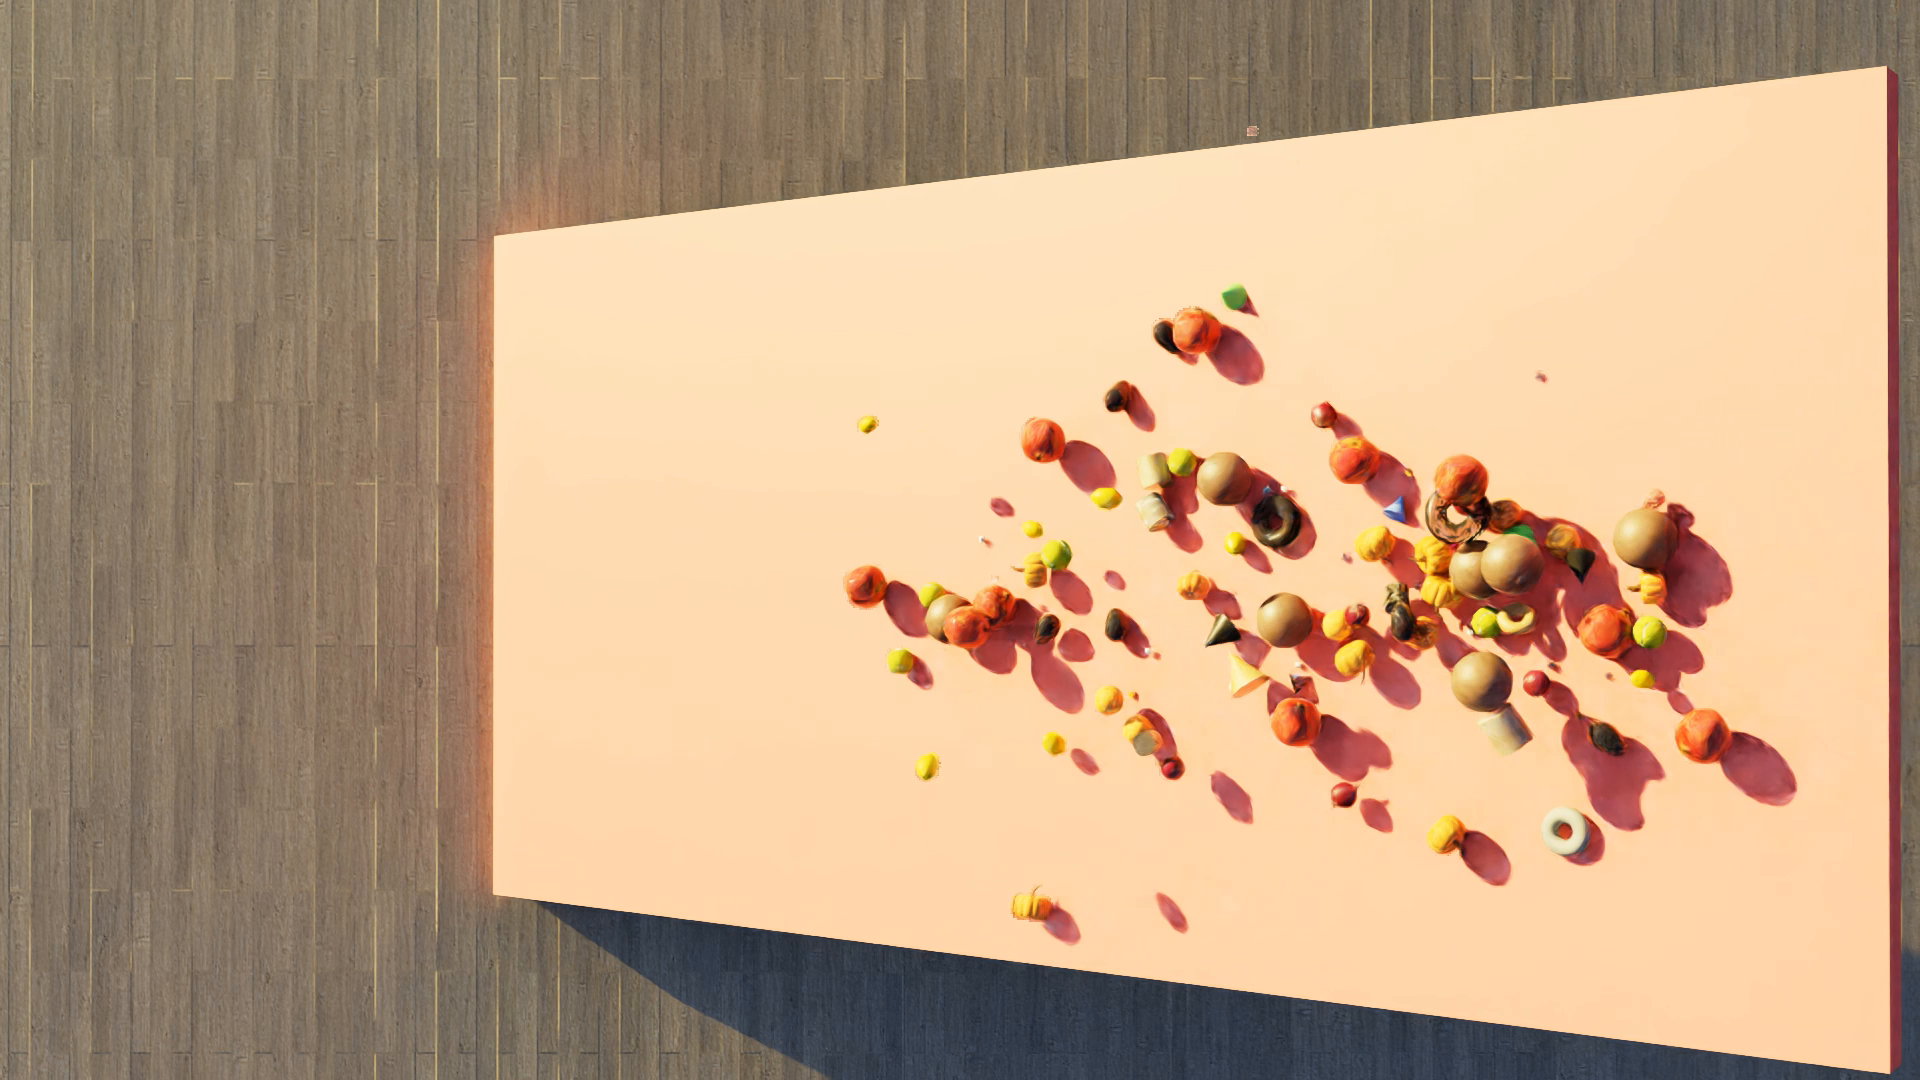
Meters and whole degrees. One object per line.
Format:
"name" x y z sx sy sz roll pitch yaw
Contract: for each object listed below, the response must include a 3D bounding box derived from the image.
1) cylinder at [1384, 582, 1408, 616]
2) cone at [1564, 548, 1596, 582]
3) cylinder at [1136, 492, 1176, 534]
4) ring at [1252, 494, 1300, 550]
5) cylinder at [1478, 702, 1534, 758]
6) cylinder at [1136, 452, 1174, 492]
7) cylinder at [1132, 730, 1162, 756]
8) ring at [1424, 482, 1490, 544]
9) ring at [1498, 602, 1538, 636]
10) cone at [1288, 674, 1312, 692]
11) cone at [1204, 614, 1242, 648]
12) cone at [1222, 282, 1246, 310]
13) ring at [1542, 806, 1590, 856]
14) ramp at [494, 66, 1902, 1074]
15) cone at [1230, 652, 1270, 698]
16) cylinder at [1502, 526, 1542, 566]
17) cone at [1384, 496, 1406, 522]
"cylinder" 0.976 0.132 4.919 0.054 0.054 0.054 8 54 0
"cone" 1.322 0.065 4.680 0.067 0.067 0.067 6 58 0
"cylinder" 0.470 -0.066 5.295 0.070 0.070 0.070 -30 65 0
"ring" 0.737 -0.042 5.128 0.127 0.042 0.127 -1 88 36
"cylinder" 1.154 0.400 4.649 0.084 0.084 0.084 -35 90 0
"cylinder" 0.469 -0.165 5.298 0.074 0.074 0.074 -17 74 0
"cylinder" 0.443 0.479 5.186 0.057 0.057 0.057 1 91 22
"ring" 1.079 -0.058 4.767 0.143 0.048 0.143 -6 73 21
"ring" 1.207 0.171 4.763 0.084 0.028 0.084 -8 45 8
"cone" 0.793 0.325 5.096 0.050 0.050 0.050 -21 90 7
"cone" 0.603 0.229 5.175 0.082 0.082 0.082 -38 90 -12
"cone" 0.632 -0.579 5.191 0.066 0.066 0.066 0 89 35
"ring" 1.302 0.626 4.724 0.109 0.036 0.109 1 91 36
"ramp" 0.242 0.067 5.565 4.000 0.100 2.000 0 89 35
"cone" 0.653 0.302 5.127 0.098 0.098 0.098 -29 70 0
"cylinder" 1.215 0.013 4.762 0.066 0.066 0.066 -14 64 0
"cone" 0.989 -0.078 4.959 0.054 0.054 0.054 24 74 0
